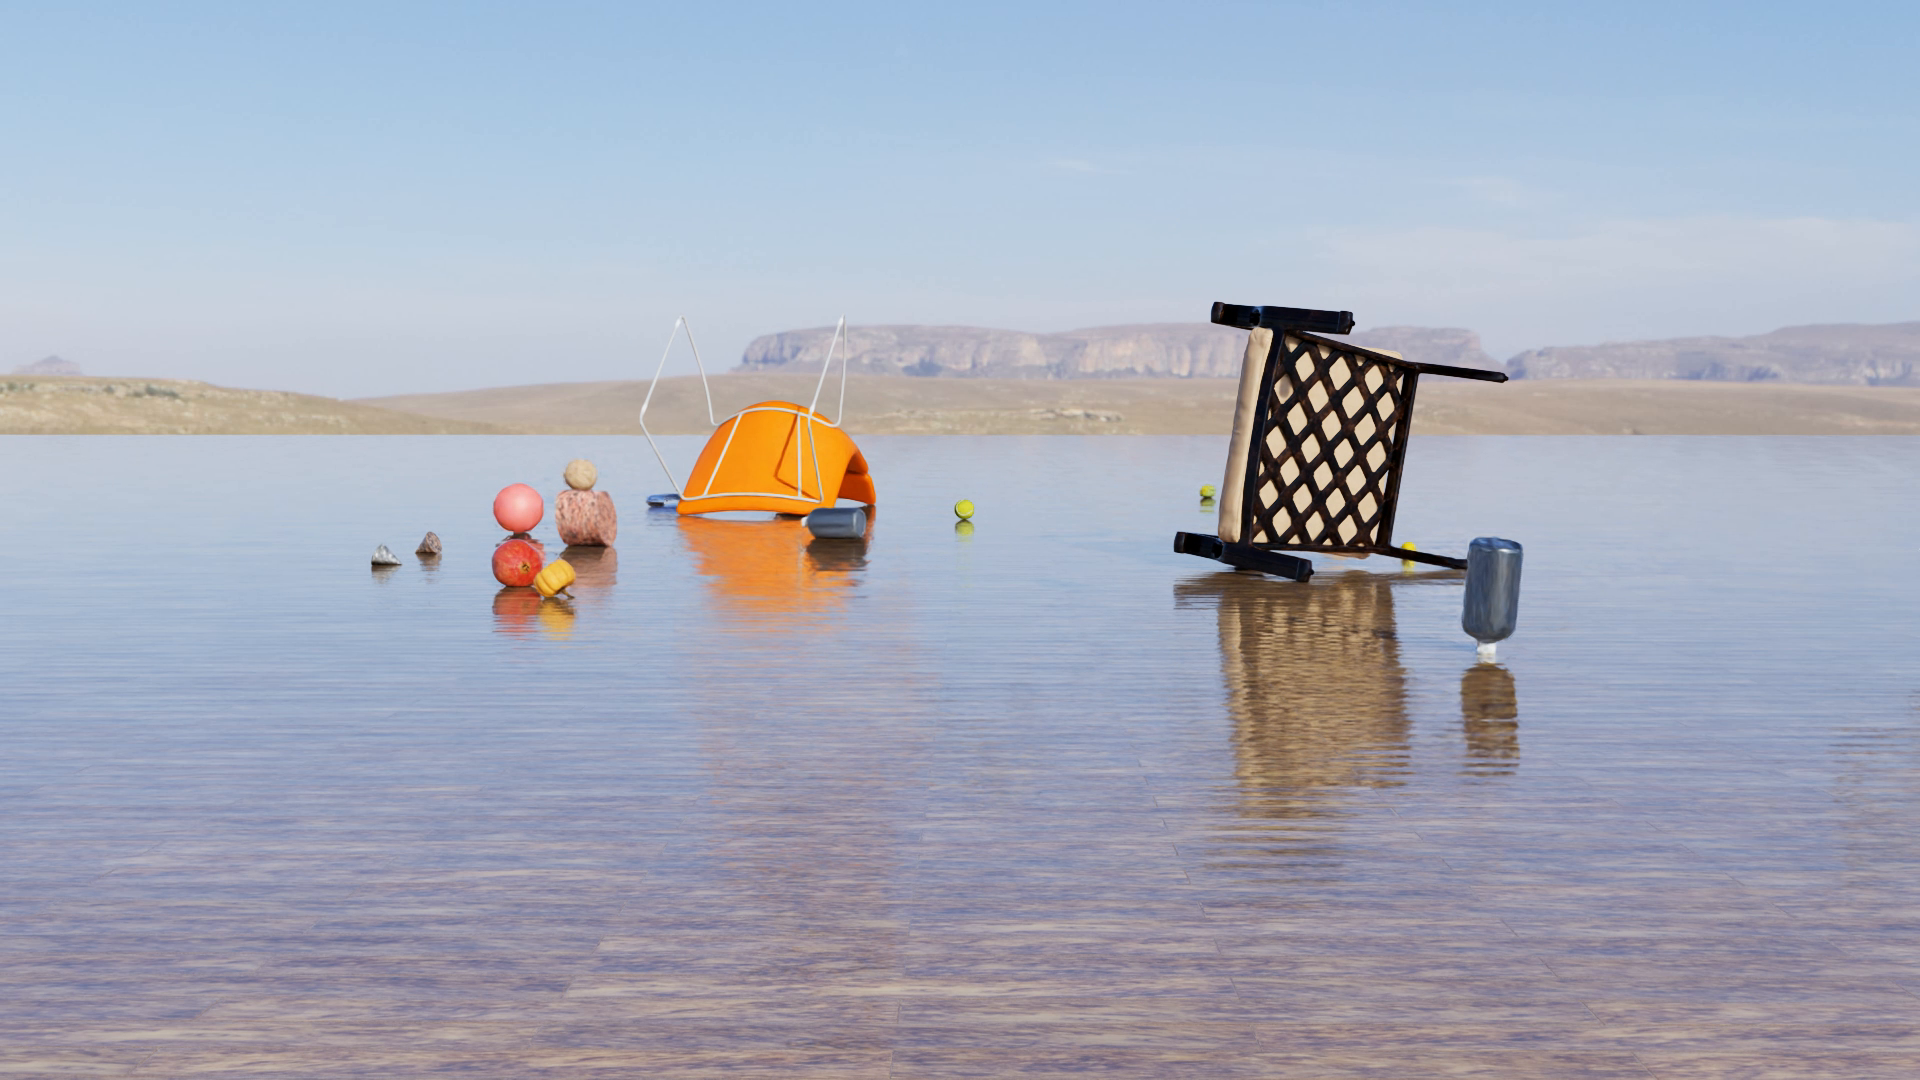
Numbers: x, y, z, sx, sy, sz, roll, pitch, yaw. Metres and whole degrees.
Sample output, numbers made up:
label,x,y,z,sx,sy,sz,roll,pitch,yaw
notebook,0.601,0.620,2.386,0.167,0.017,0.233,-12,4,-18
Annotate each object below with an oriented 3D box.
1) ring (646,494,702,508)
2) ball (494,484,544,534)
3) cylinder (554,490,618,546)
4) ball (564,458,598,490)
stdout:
label,x,y,z,sx,sy,sz,roll,pitch,yaw
ring,-1.092,-0.151,8.392,0.213,0.049,0.207,-1,3,-16
ball,-1.375,-0.099,6.854,0.155,0.155,0.155,0,4,0
cylinder,-1.067,-0.063,6.281,0.122,0.137,0.191,1,-37,12
ball,-1.656,-0.283,9.611,0.146,0.146,0.146,0,4,0
